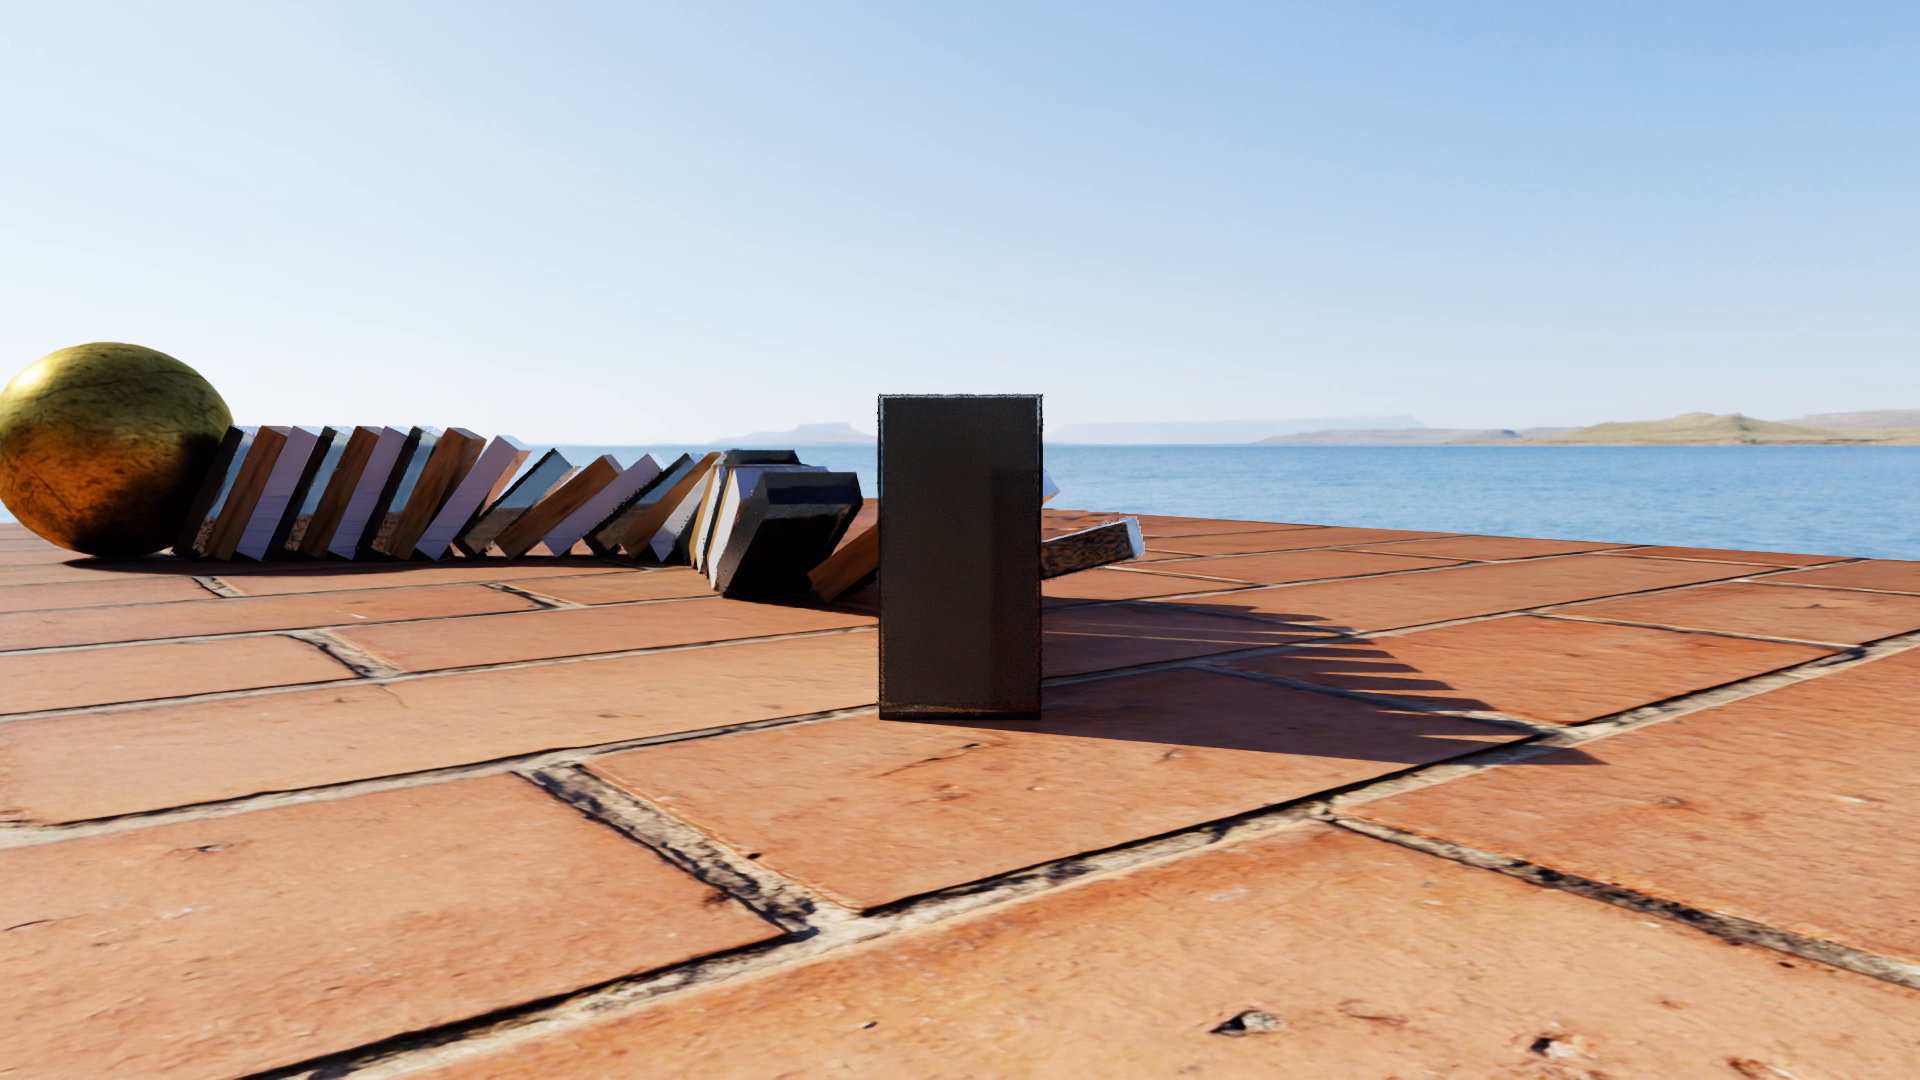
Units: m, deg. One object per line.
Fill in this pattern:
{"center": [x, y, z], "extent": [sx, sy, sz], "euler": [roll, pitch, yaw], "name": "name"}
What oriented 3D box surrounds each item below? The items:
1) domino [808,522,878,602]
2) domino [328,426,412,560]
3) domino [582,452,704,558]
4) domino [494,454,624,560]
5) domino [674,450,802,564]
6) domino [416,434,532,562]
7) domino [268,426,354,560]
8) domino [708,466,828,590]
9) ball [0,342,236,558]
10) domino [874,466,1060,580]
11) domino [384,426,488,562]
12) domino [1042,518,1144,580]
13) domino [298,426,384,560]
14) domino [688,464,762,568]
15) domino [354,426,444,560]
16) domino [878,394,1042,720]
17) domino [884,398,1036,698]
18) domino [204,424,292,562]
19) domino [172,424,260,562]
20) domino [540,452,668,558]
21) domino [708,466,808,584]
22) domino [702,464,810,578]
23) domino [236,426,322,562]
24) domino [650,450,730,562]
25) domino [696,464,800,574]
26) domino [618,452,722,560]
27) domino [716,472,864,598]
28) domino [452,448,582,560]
{"center": [-0.015, -0.002, 0.349], "extent": [0.050, 0.010, 0.025], "euler": [-35, -6, 15], "name": "domino"}
{"center": [-0.217, -0.018, 0.479], "extent": [0.009, 0.050, 0.025], "euler": [25, 1, -9], "name": "domino"}
{"center": [-0.116, -0.013, 0.481], "extent": [0.050, 0.009, 0.025], "euler": [-39, 1, 3], "name": "domino"}
{"center": [-0.149, -0.013, 0.481], "extent": [0.050, 0.009, 0.025], "euler": [-39, 8, -3], "name": "domino"}
{"center": [-0.077, -0.011, 0.445], "extent": [0.025, 0.009, 0.050], "euler": [-3, -37, -43], "name": "domino"}
{"center": [-0.180, -0.016, 0.476], "extent": [0.009, 0.050, 0.025], "euler": [36, -1, -9], "name": "domino"}
{"center": [-0.238, -0.018, 0.477], "extent": [0.009, 0.050, 0.025], "euler": [25, 1, -9], "name": "domino"}
{"center": [-0.054, -0.003, 0.358], "extent": [0.025, 0.010, 0.050], "euler": [-3, -29, -22], "name": "domino"}
{"center": [-0.314, -0.033, 0.478], "extent": [0.080, 0.080, 0.080], "euler": [0, 4, 0], "name": "ball"}
{"center": [0.002, -0.002, 0.349], "extent": [0.050, 0.009, 0.025], "euler": [-35, -5, 16], "name": "domino"}
{"center": [-0.194, -0.017, 0.476], "extent": [0.009, 0.050, 0.025], "euler": [28, 0, -9], "name": "domino"}
{"center": [0.023, 0.005, 0.348], "extent": [0.050, 0.009, 0.025], "euler": [-15, 0, 14], "name": "domino"}
{"center": [-0.228, -0.018, 0.480], "extent": [0.009, 0.050, 0.025], "euler": [25, 1, -9], "name": "domino"}
{"center": [-0.073, -0.007, 0.424], "extent": [0.025, 0.010, 0.050], "euler": [-2, -30, -23], "name": "domino"}
{"center": [-0.206, -0.018, 0.477], "extent": [0.009, 0.050, 0.025], "euler": [25, 1, -9], "name": "domino"}
{"center": [0.000, 0.002, 0.201], "extent": [0.025, 0.050, 0.009], "euler": [0, 4, 0], "name": "domino"}
{"center": [0.000, 0.001, 0.218], "extent": [0.025, 0.050, 0.010], "euler": [0, 4, 0], "name": "domino"}
{"center": [-0.258, -0.018, 0.473], "extent": [0.009, 0.050, 0.025], "euler": [25, 1, -9], "name": "domino"}
{"center": [-0.269, -0.017, 0.471], "extent": [0.009, 0.050, 0.025], "euler": [25, 1, -9], "name": "domino"}
{"center": [-0.132, -0.013, 0.483], "extent": [0.050, 0.010, 0.025], "euler": [-39, 6, -3], "name": "domino"}
{"center": [-0.058, -0.004, 0.375], "extent": [0.025, 0.010, 0.050], "euler": [-2, -29, -21], "name": "domino"}
{"center": [-0.062, -0.005, 0.391], "extent": [0.025, 0.009, 0.050], "euler": [-2, -29, -21], "name": "domino"}
{"center": [-0.248, -0.018, 0.475], "extent": [0.010, 0.050, 0.025], "euler": [25, 1, -9], "name": "domino"}
{"center": [-0.087, -0.012, 0.459], "extent": [0.050, 0.009, 0.025], "euler": [-45, -20, 28], "name": "domino"}
{"center": [-0.068, -0.006, 0.408], "extent": [0.025, 0.010, 0.050], "euler": [-2, -30, -21], "name": "domino"}
{"center": [-0.100, -0.013, 0.472], "extent": [0.050, 0.009, 0.025], "euler": [-41, -9, 16], "name": "domino"}
{"center": [-0.046, -0.001, 0.342], "extent": [0.025, 0.009, 0.050], "euler": [-2, -29, -27], "name": "domino"}
{"center": [-0.164, -0.014, 0.478], "extent": [0.050, 0.009, 0.025], "euler": [-44, 8, -3], "name": "domino"}
